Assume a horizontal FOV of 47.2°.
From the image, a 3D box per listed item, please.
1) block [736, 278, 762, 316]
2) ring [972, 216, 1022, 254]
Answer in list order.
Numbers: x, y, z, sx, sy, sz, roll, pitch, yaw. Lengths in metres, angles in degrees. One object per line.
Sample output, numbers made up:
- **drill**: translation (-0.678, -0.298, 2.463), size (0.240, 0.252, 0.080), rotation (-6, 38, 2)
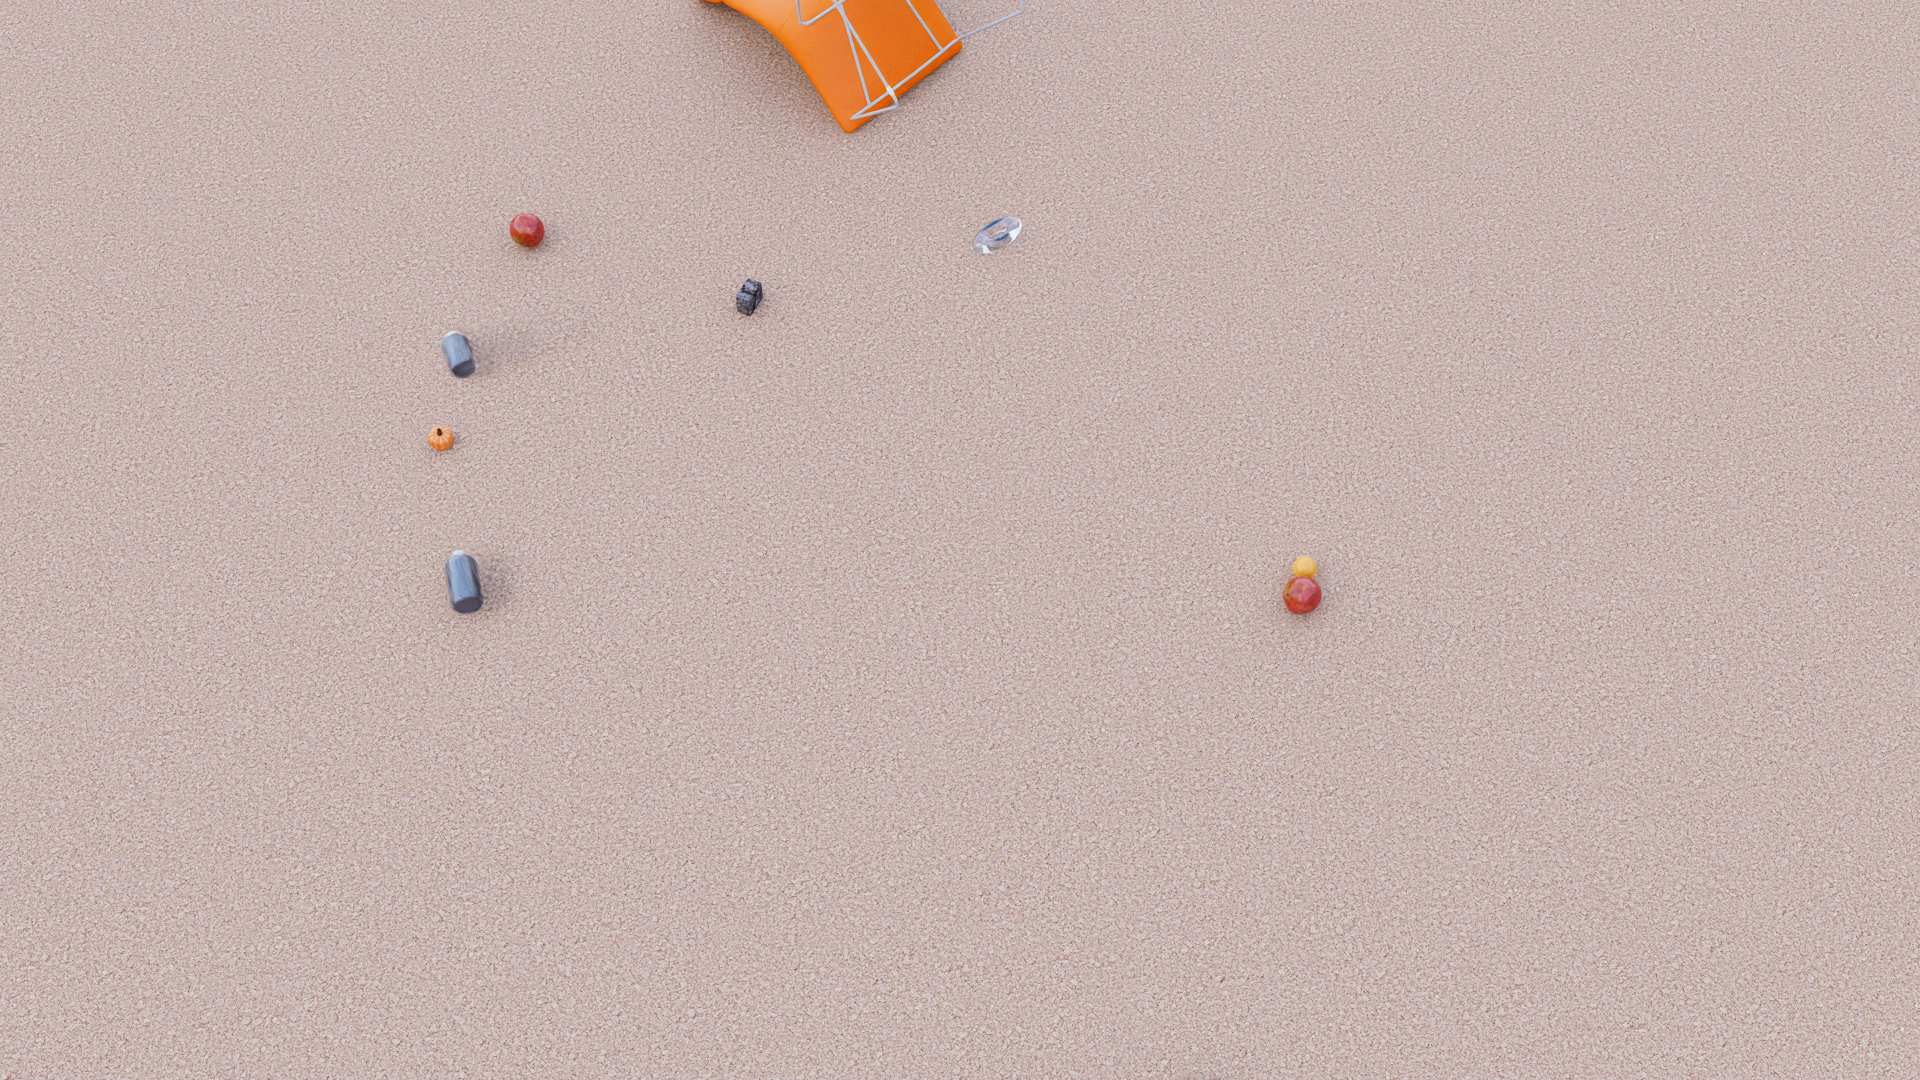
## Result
- **block**: translation (-0.675, -0.779, 7.051), size (0.047, 0.076, 0.086), rotation (22, 59, 14)
- **ring**: translation (0.121, -1.001, 7.216), size (0.193, 0.050, 0.101), rotation (-34, 61, -20)
